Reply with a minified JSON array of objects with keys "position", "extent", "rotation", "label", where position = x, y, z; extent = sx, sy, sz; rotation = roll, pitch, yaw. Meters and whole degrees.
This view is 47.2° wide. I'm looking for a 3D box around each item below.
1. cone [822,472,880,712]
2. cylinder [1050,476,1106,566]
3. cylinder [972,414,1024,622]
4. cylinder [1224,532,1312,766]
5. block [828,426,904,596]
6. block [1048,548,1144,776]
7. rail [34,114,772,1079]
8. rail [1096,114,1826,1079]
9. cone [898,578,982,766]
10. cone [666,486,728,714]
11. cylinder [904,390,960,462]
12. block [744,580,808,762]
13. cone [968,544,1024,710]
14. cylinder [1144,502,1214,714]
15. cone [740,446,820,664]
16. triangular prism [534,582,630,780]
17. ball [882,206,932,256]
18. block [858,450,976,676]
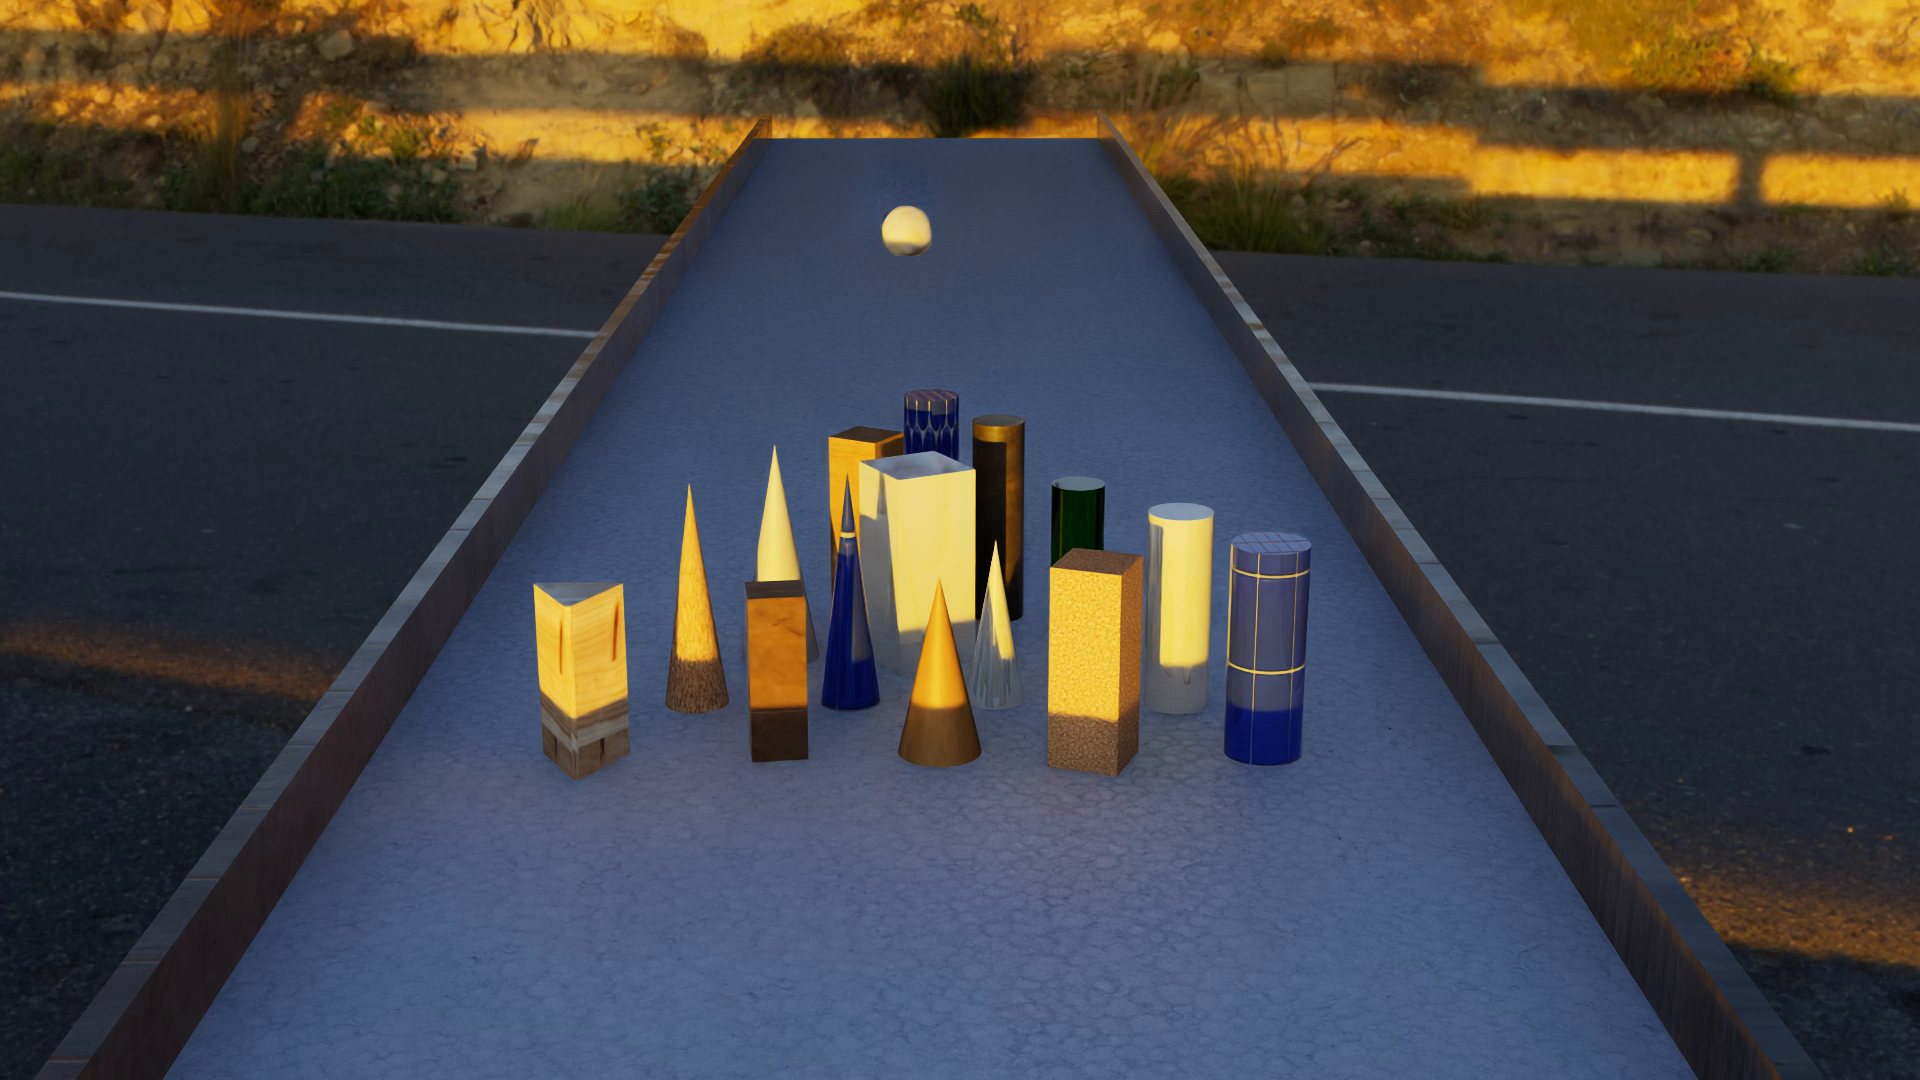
[{"position":[-0.208,0.089,4.127],"extent":[0.113,0.456,0.113],"rotation":[0,17,0],"label":"cone"},{"position":[0.235,0.058,4.412],"extent":[0.107,0.354,0.107],"rotation":[0,17,0],"label":"cylinder"},{"position":[0.080,-0.045,4.634],"extent":[0.109,0.424,0.109],"rotation":[0,17,0],"label":"cylinder"},{"position":[0.543,0.193,3.891],"extent":[0.139,0.391,0.139],"rotation":[0,17,0],"label":"cylinder"},{"position":[-0.194,-0.026,4.611],"extent":[0.112,0.401,0.112],"rotation":[9,19,29],"label":"block"},{"position":[0.238,0.213,3.865],"extent":[0.128,0.368,0.128],"rotation":[6,18,20],"label":"block"},{"position":[-1.118,-0.838,7.780],"extent":[0.050,0.150,12.000],"rotation":[0,17,-1],"label":"rail"},{"position":[0.932,-0.844,7.801],"extent":[0.050,0.150,12.000],"rotation":[0,17,-1],"label":"rail"},{"position":[-0.036,0.221,3.905],"extent":[0.150,0.330,0.150],"rotation":[0,17,0],"label":"cone"},{"position":[-0.501,0.101,4.128],"extent":[0.121,0.432,0.121],"rotation":[0,17,0],"label":"cone"},{"position":[-0.063,-0.118,4.891],"extent":[0.123,0.418,0.123],"rotation":[0,17,0],"label":"cylinder"},{"position":[-0.326,0.232,3.912],"extent":[0.100,0.304,0.100],"rotation":[-2,17,-8],"label":"block"},{"position":[0.067,0.152,4.158],"extent":[0.113,0.319,0.113],"rotation":[0,17,0],"label":"cone"},{"position":[0.411,0.128,4.133],"extent":[0.123,0.378,0.123],"rotation":[0,17,0],"label":"cylinder"},{"position":[-0.364,0.023,4.380],"extent":[0.160,0.438,0.160],"rotation":[0,17,0],"label":"cone"},{"position":[-0.649,0.237,3.871],"extent":[0.132,0.318,0.153],"rotation":[-10,19,-30],"label":"triangular prism"},{"position":[-0.220,-1.291,9.194],"extent":[0.213,0.213,0.213],"rotation":[0,17,0],"label":"ball"},{"position":[-0.085,0.043,4.385],"extent":[0.170,0.397,0.170],"rotation":[-9,19,-28],"label":"block"}]
